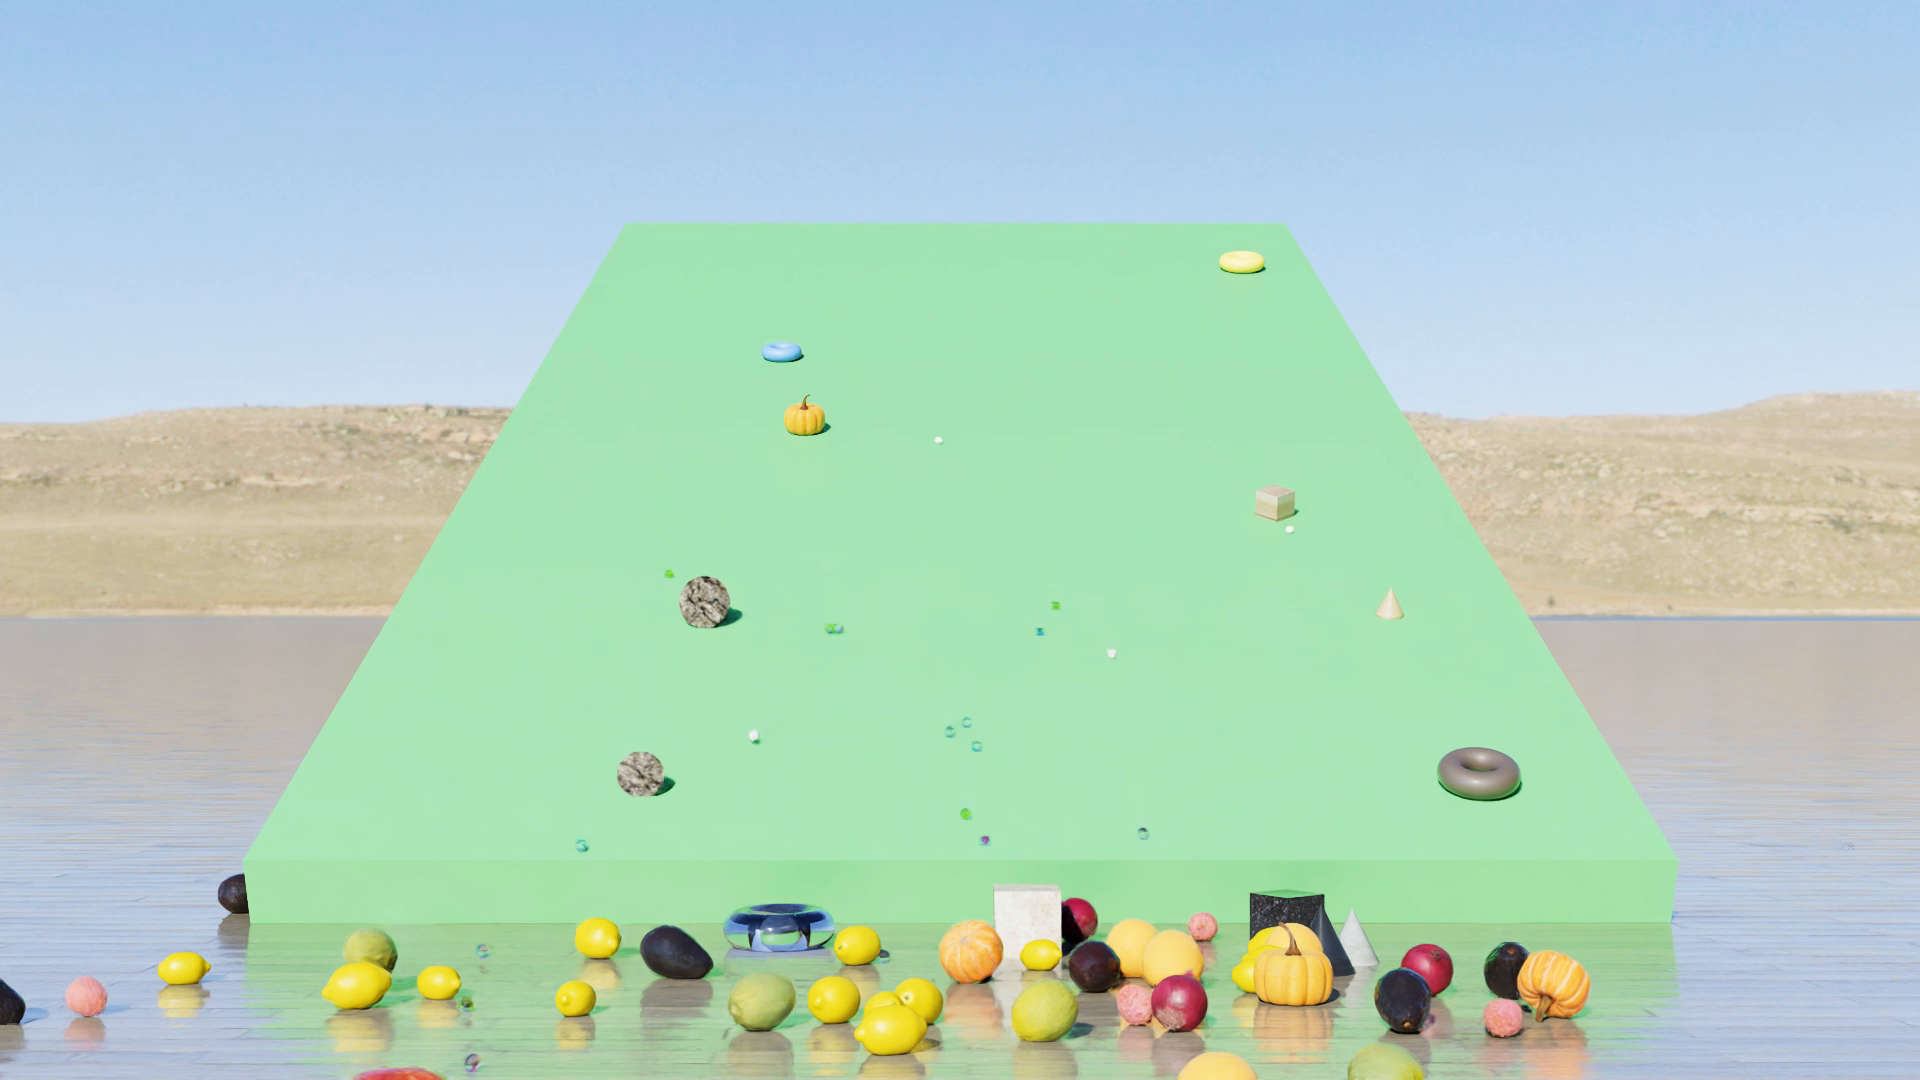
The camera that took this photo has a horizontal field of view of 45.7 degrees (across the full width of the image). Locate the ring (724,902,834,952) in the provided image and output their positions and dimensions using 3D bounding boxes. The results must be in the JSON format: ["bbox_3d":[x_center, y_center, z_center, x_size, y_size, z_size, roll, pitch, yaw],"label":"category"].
[{"bbox_3d":[-0.237,0.509,2.990,0.147,0.049,0.147,-1,-1,0],"label":"ring"}]

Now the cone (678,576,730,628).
[{"bbox_3d":[-0.437,0.113,3.996,0.091,0.091,0.091,0,-6,8],"label":"cone"}]

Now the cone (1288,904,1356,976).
[{"bbox_3d":[0.441,0.484,2.775,0.083,0.083,0.083,0,-2,0],"label":"cone"}]

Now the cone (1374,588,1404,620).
[{"bbox_3d":[0.757,0.107,4.002,0.052,0.052,0.052,0,21,0],"label":"cone"}]

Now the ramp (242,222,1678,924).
[{"bbox_3d":[-0.005,-0.212,5.060,2.000,0.100,4.000,0,21,0],"label":"ramp"}]

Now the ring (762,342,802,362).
[{"bbox_3d":[-0.433,-0.456,5.519,0.097,0.032,0.097,1,20,0],"label":"ring"}]

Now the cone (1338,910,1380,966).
[{"bbox_3d":[0.491,0.495,2.850,0.067,0.067,0.067,0,-2,0],"label":"cone"}]

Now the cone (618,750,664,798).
[{"bbox_3d":[-0.471,0.349,3.383,0.069,0.069,0.069,0,-7,-2],"label":"cone"}]

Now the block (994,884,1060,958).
[{"bbox_3d":[0.085,0.489,2.923,0.084,0.084,0.084,0,-2,-1],"label":"block"}]

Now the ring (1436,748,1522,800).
[{"bbox_3d":[0.771,0.346,3.382,0.124,0.041,0.124,-1,21,0],"label":"ring"}]

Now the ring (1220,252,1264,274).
[{"bbox_3d":[0.787,-0.776,6.360,0.127,0.042,0.127,-1,20,0],"label":"ring"}]

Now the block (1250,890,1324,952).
[{"bbox_3d":[0.429,0.498,2.985,0.069,0.069,0.069,1,-2,-37],"label":"block"}]

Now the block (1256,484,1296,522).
[{"bbox_3d":[0.619,-0.072,4.471,0.054,0.054,0.054,-18,27,-40],"label":"block"}]
